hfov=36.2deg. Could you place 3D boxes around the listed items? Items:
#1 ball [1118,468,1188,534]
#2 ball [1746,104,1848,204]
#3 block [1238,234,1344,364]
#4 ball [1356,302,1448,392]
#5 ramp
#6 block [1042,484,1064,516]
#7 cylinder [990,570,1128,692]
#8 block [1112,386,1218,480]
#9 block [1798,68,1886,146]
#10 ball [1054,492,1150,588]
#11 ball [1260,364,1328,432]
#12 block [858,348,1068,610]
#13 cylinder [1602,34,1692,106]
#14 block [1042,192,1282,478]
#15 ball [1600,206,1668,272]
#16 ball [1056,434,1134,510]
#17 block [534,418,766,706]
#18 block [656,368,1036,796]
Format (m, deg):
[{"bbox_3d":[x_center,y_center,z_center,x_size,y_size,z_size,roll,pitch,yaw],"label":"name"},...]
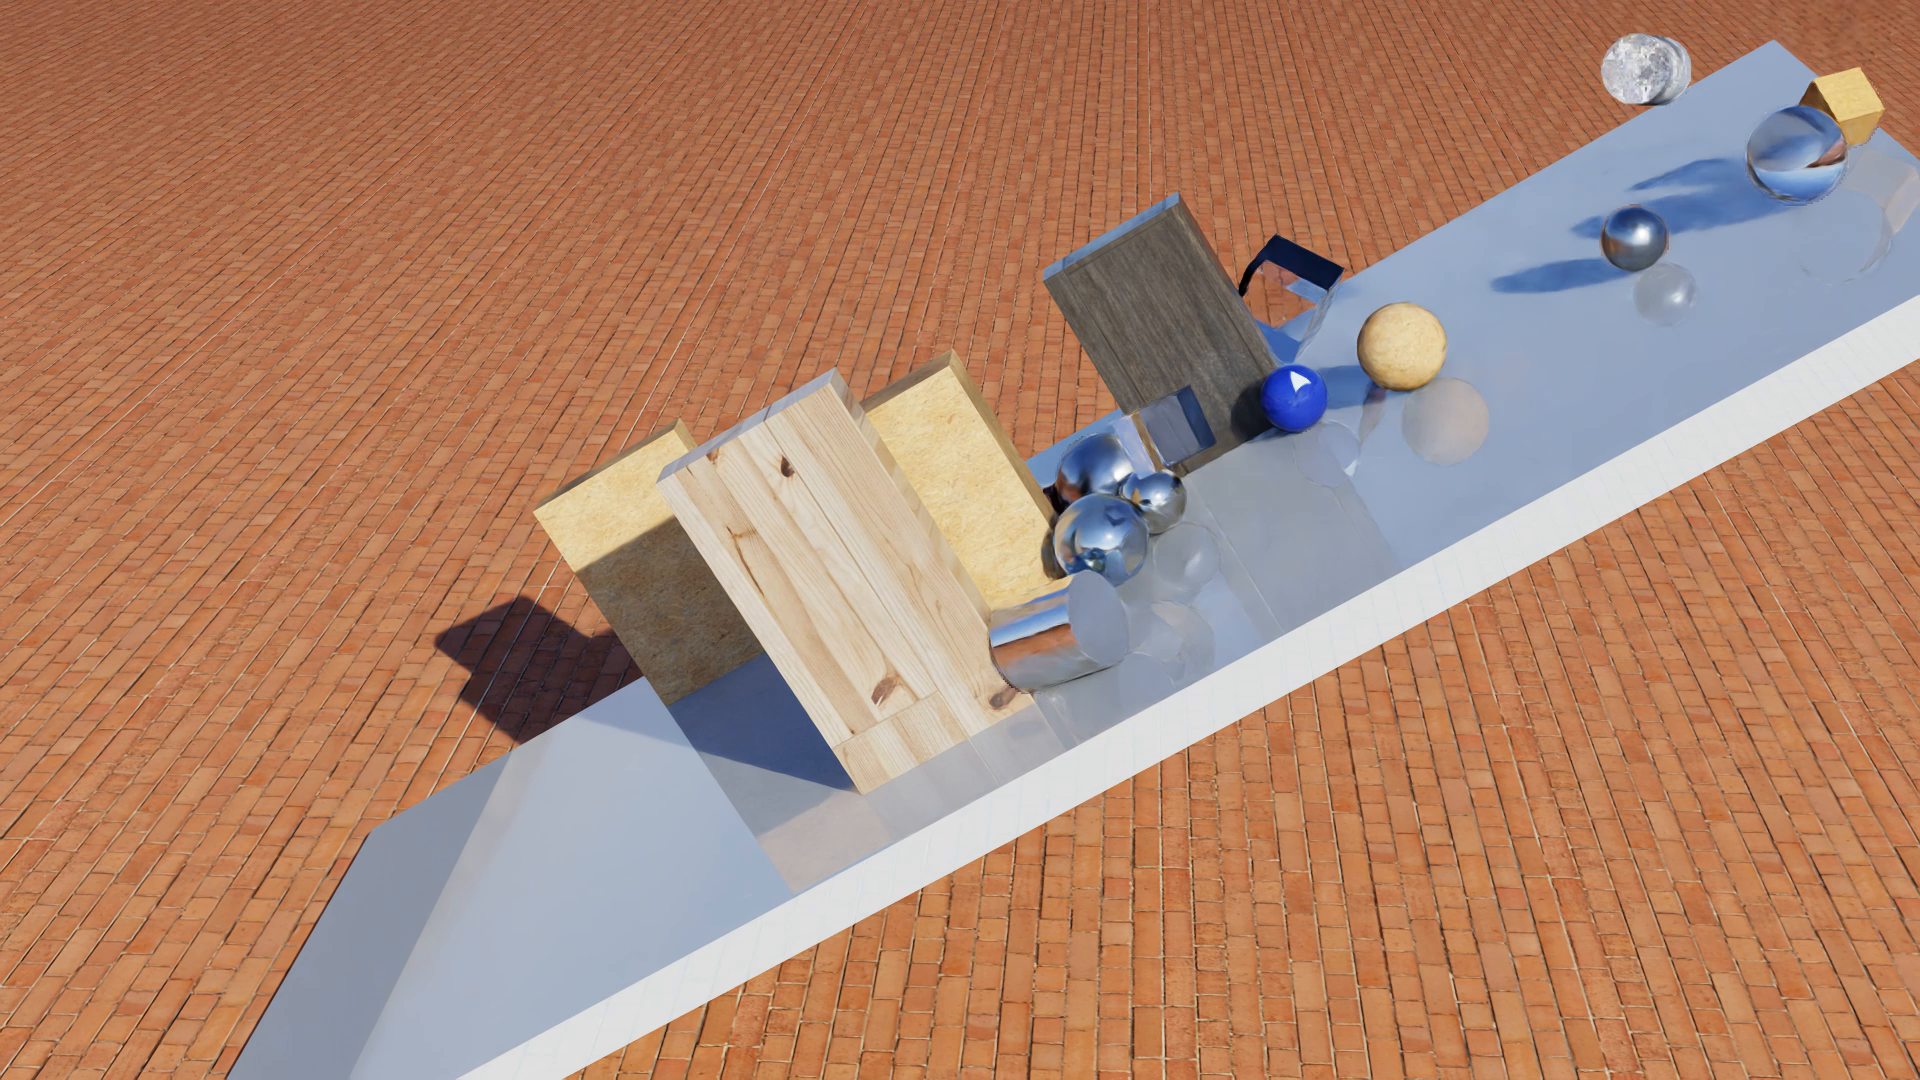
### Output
[{"bbox_3d":[0.399,-0.083,6.089,0.144,0.144,0.144,0,19,0],"label":"ball"},{"bbox_3d":[1.601,-0.738,5.631,0.188,0.188,0.188,0,19,0],"label":"ball"},{"bbox_3d":[0.734,-0.546,6.674,0.179,0.179,0.179,28,41,11],"label":"block"},{"bbox_3d":[0.898,-0.393,5.979,0.182,0.182,0.182,0,19,0],"label":"ball"},{"bbox_3d":[0.141,0.169,6.288,4.000,0.100,2.000,-29,15,13],"label":"ramp"},{"bbox_3d":[0.166,-0.001,6.290,0.150,0.150,0.150,-25,17,28],"label":"block"},{"bbox_3d":[0.189,0.174,5.594,0.189,0.189,0.189,-20,5,36],"label":"cylinder"},{"bbox_3d":[0.393,-0.206,5.656,0.124,0.124,0.124,-26,0,-22],"label":"block"},{"bbox_3d":[1.710,-0.835,5.721,0.105,0.105,0.105,-16,64,-14],"label":"block"},{"bbox_3d":[0.280,0.002,5.822,0.191,0.191,0.191,0,19,0],"label":"ball"},{"bbox_3d":[0.699,-0.298,6.162,0.143,0.143,0.143,0,19,0],"label":"ball"},{"bbox_3d":[0.030,-0.068,5.934,0.244,0.581,0.132,-29,15,13],"label":"block"},{"bbox_3d":[1.270,-0.869,5.439,0.128,0.128,0.128,12,12,31],"label":"cylinder"},{"bbox_3d":[0.458,-0.431,6.325,0.334,0.529,0.110,-29,15,13],"label":"block"},{"bbox_3d":[1.336,-0.597,5.831,0.128,0.128,0.128,0,19,0],"label":"ball"},{"bbox_3d":[0.307,-0.121,6.243,0.209,0.209,0.209,0,19,0],"label":"ball"},{"bbox_3d":[-0.685,0.057,7.015,0.401,0.576,0.096,-29,15,13],"label":"block"},{"bbox_3d":[-0.212,0.085,5.631,0.391,0.737,0.109,-29,15,13],"label":"block"}]
